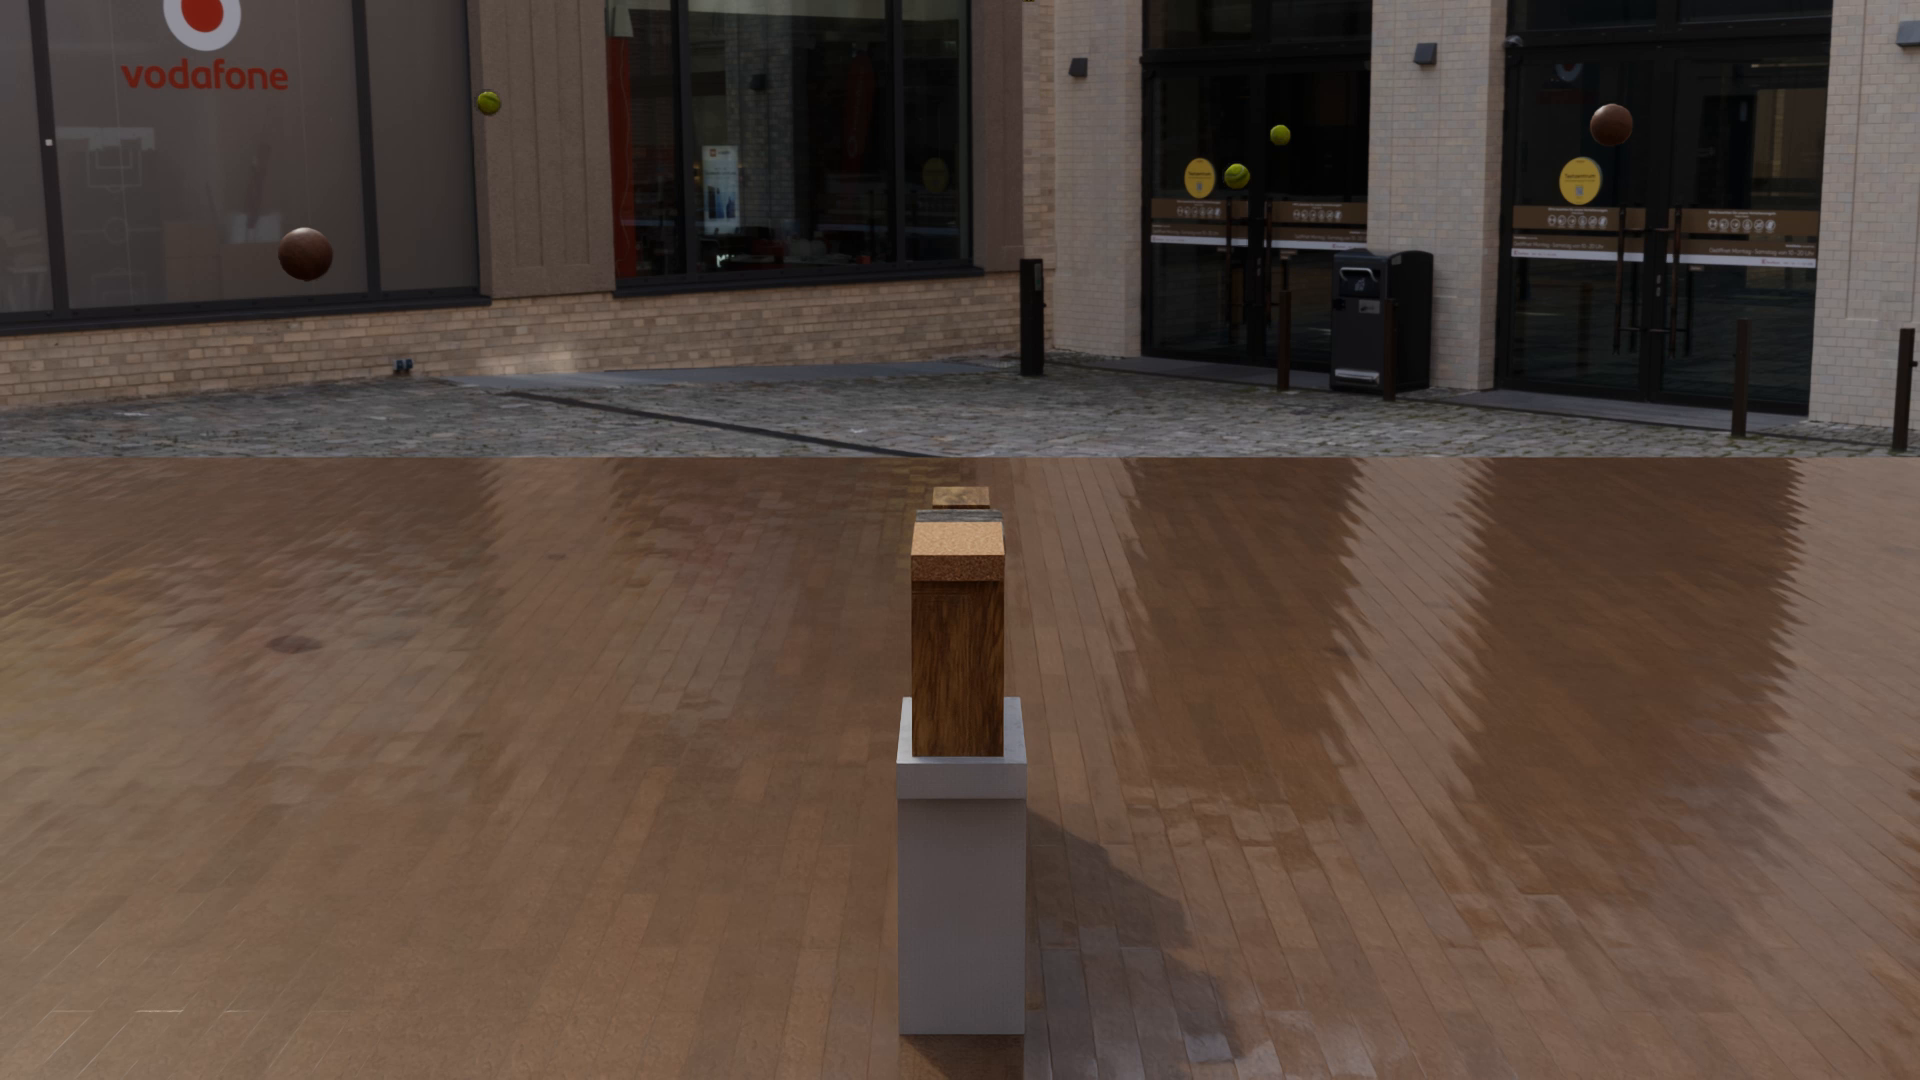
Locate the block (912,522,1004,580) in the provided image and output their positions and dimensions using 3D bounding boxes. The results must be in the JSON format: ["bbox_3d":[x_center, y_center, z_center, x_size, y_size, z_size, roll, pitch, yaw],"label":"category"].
[{"bbox_3d":[-0.003,0.014,3.072,0.126,0.036,0.251,0,11,0],"label":"block"}]

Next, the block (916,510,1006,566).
[{"bbox_3d":[-0.001,-0.006,3.696,0.148,0.042,0.295,0,11,0],"label":"block"}]

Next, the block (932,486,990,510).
[{"bbox_3d":[0.002,-0.068,4.060,0.103,0.029,0.206,0,11,0],"label":"block"}]

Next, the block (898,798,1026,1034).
[{"bbox_3d":[0.003,0.517,3.089,0.178,0.355,0.050,0,11,0],"label":"block"}]

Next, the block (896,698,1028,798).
[{"bbox_3d":[0.003,0.296,3.169,0.178,0.050,0.355,0,11,0],"label":"block"}]

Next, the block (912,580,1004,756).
[{"bbox_3d":[-0.003,0.171,3.016,0.126,0.251,0.036,0,11,0],"label":"block"}]
